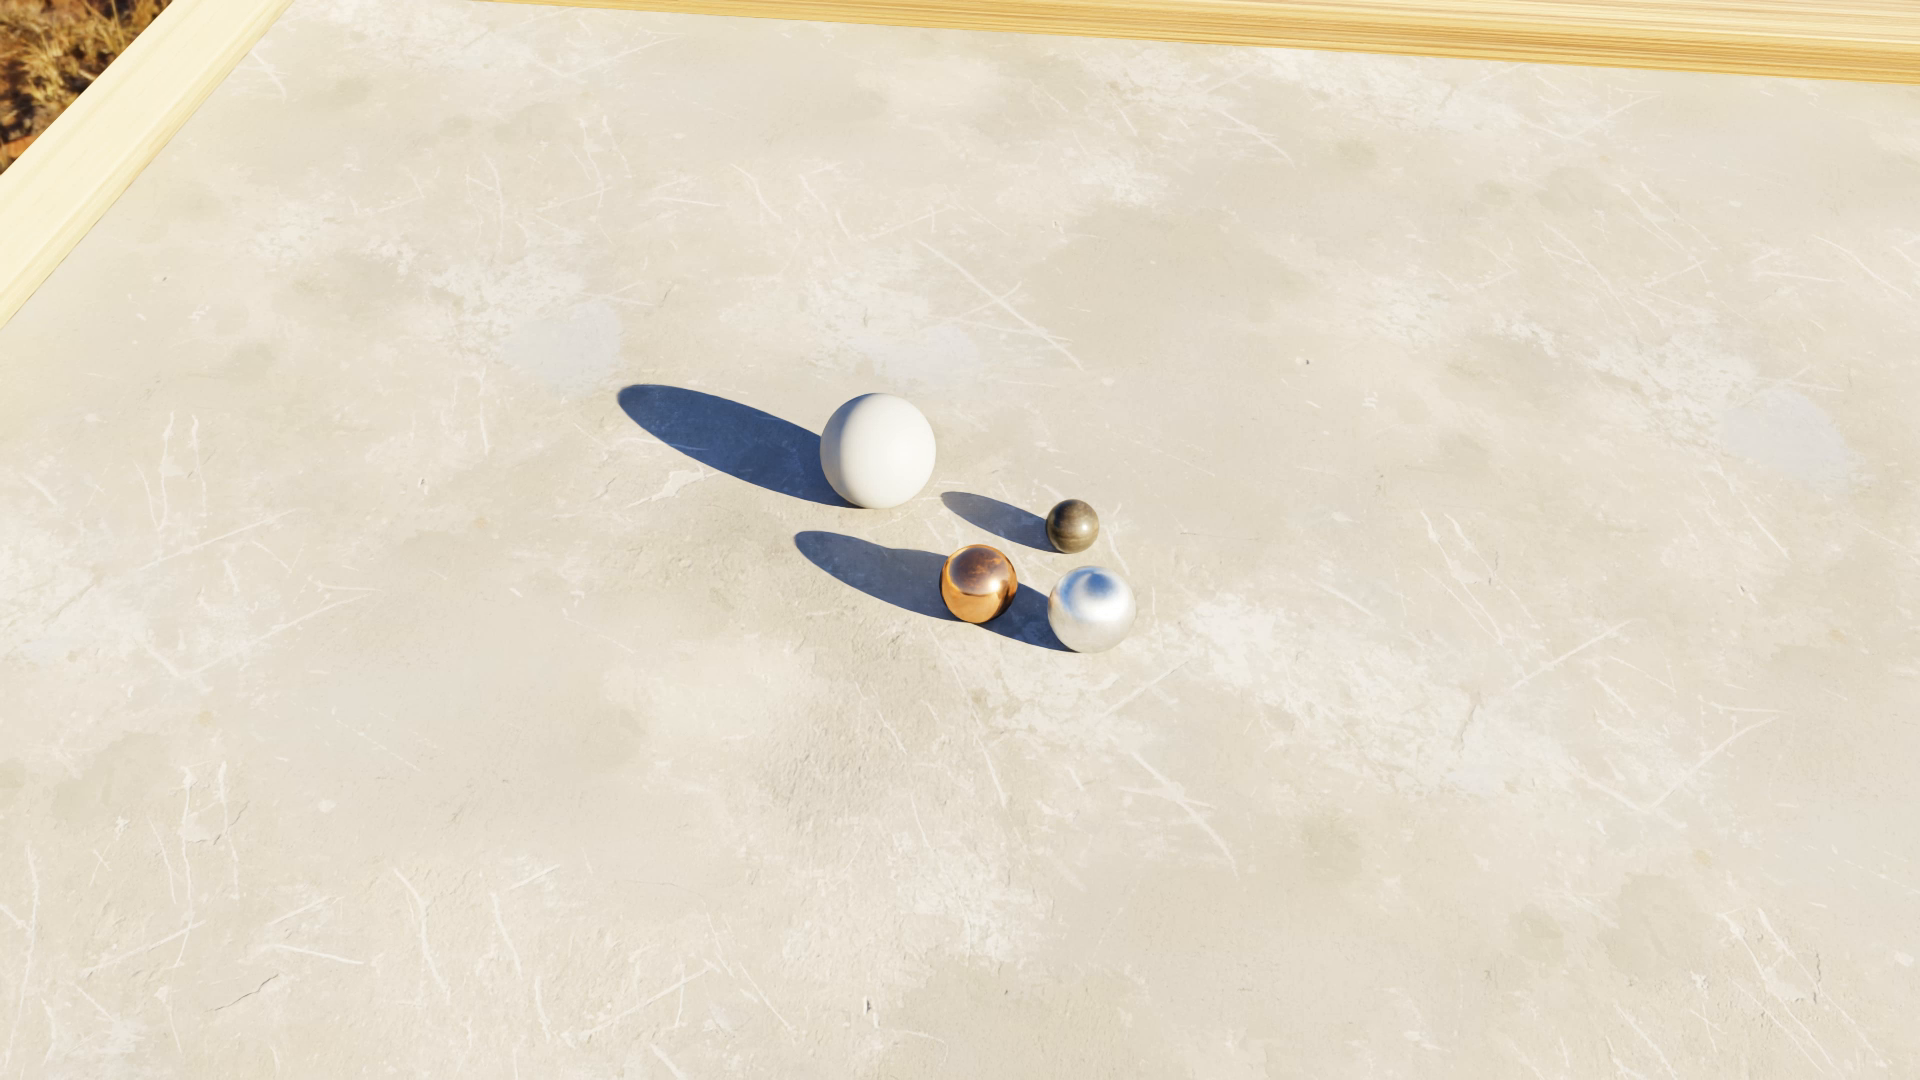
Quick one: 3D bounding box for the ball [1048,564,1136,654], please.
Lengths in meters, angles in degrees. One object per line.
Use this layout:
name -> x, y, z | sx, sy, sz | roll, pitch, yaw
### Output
ball -> 0.092, 0.049, 1.804 | 0.062, 0.062, 0.062 | 0, 35, 0

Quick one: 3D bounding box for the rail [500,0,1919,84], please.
rail -> 0.989, -0.492, 2.531 | 3.449, 0.115, 0.045 | 5, 35, 7

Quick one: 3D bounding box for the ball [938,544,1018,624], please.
ball -> 0.013, 0.031, 1.834 | 0.056, 0.056, 0.056 | 0, 35, 0

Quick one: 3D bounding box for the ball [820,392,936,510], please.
ball -> -0.062, -0.068, 1.947 | 0.089, 0.089, 0.089 | 0, 35, 0

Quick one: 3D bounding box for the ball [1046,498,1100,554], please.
ball -> 0.084, -0.010, 1.907 | 0.041, 0.041, 0.041 | 0, 35, 0

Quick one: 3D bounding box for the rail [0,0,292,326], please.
rail -> -0.830, -0.091, 1.956 | 0.045, 0.115, 1.951 | 5, 35, 7
